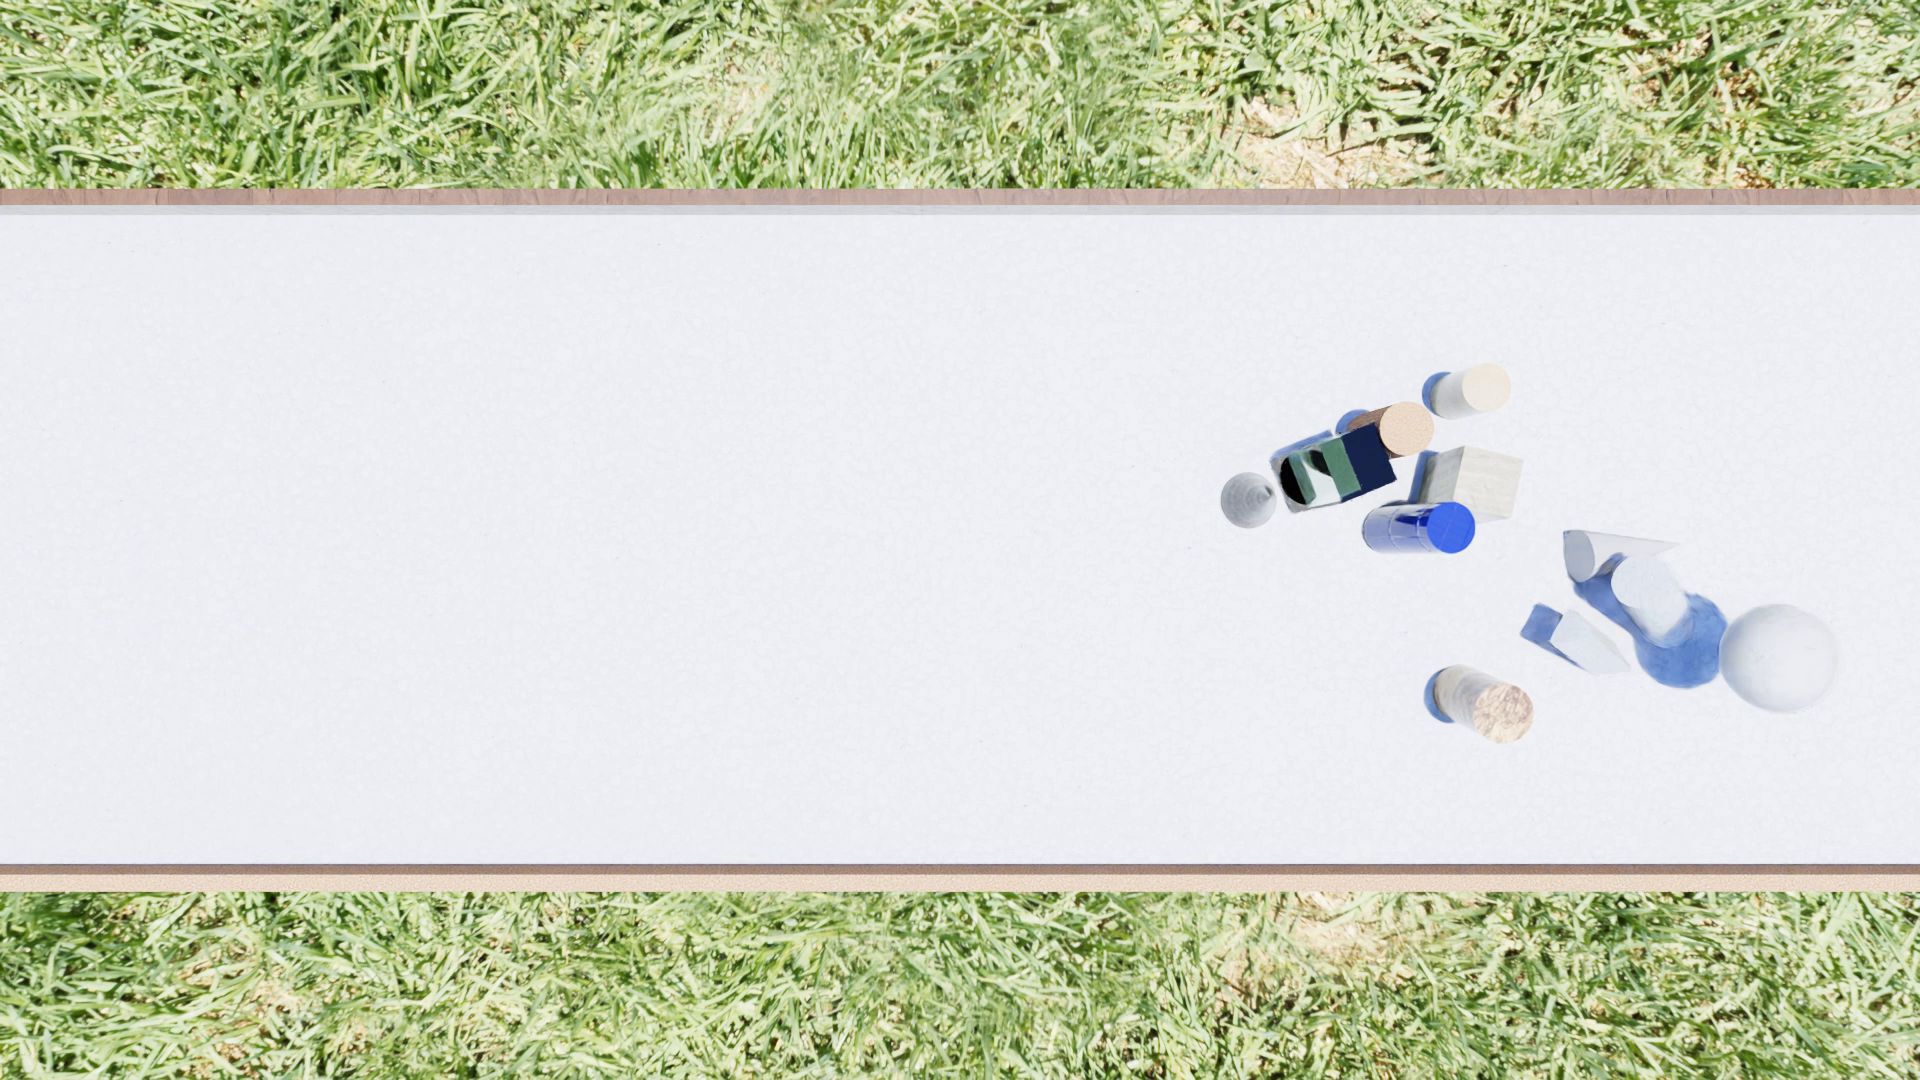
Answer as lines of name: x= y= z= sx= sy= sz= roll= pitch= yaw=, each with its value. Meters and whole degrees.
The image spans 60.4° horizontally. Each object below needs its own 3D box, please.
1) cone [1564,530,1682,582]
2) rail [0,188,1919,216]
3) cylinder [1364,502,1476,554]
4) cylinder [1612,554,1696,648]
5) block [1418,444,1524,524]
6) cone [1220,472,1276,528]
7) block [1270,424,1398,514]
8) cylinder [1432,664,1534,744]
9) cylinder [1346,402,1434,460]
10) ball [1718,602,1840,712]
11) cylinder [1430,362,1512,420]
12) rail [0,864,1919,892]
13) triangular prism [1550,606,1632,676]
cone: x=2.052 y=0.030 z=5.037 sx=0.363 sy=0.160 sz=0.160 roll=-6 pitch=90 yaw=-12
rail: x=-2.247 y=-1.025 z=5.002 sx=12.000 sy=0.150 sz=0.050 roll=0 pitch=90 yaw=0
cylinder: x=1.346 y=-0.032 z=4.851 sx=0.147 sy=0.432 sz=0.147 roll=0 pitch=89 yaw=-10
cylinder: x=2.064 y=0.184 z=4.899 sx=0.167 sy=0.330 sz=0.167 roll=-17 pitch=57 yaw=29
block: x=1.505 y=-0.158 z=4.888 sx=0.174 sy=0.368 sz=0.174 roll=14 pitch=87 yaw=0
cone: x=0.888 y=-0.122 z=4.891 sx=0.174 sy=0.370 sz=0.174 roll=0 pitch=90 yaw=0
block: x=1.094 y=-0.205 z=4.856 sx=0.177 sy=0.419 sz=0.177 roll=-22 pitch=90 yaw=-9
cylinder: x=1.538 y=0.479 z=4.869 sx=0.171 sy=0.404 sz=0.171 roll=0 pitch=94 yaw=0
cylinder: x=1.261 y=-0.314 z=4.864 sx=0.154 sy=0.424 sz=0.154 roll=0 pitch=90 yaw=0
ball: x=2.262 y=0.325 z=4.559 sx=0.304 sy=0.304 sz=0.304 roll=0 pitch=90 yaw=0
cylinder: x=1.515 y=-0.439 z=4.908 sx=0.141 sy=0.336 sz=0.141 roll=0 pitch=90 yaw=0
rail: x=-2.247 y=1.025 z=5.001 sx=12.000 sy=0.150 sz=0.050 roll=0 pitch=90 yaw=0
triangular prism: x=1.902 y=0.322 z=4.927 sx=0.323 sy=0.105 sz=0.121 roll=28 pitch=90 yaw=-42
